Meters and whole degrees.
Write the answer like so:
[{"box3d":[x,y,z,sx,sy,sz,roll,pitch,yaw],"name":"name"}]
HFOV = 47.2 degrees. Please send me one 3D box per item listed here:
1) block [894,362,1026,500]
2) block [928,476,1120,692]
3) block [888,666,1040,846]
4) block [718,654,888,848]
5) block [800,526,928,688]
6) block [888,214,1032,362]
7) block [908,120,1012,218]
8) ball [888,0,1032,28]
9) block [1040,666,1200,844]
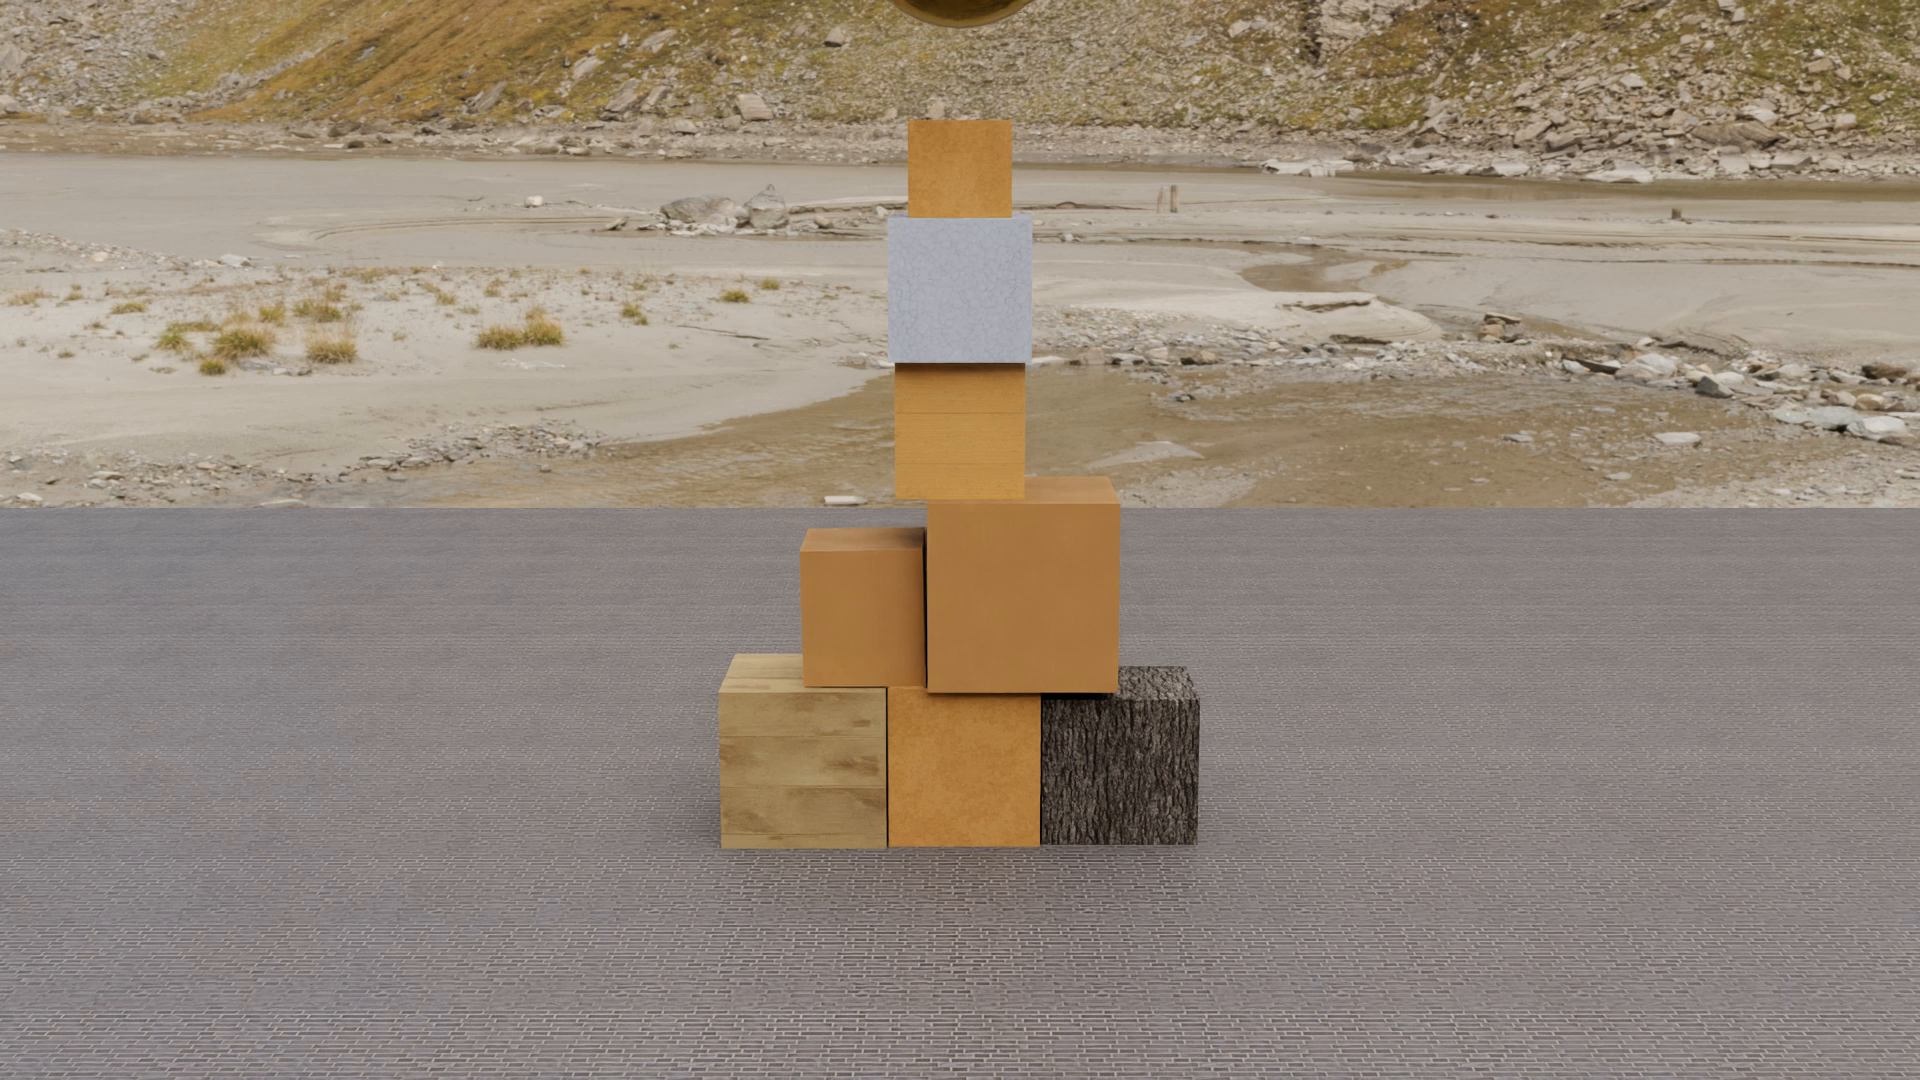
[{"box3d":[0.000,-0.595,11.089,0.637,0.683,0.651,0,10,0],"name":"block"},{"box3d":[0.310,0.209,11.221,0.941,0.945,0.891,0,10,0],"name":"block"},{"box3d":[0.022,1.076,11.371,0.761,0.815,0.754,0,10,0],"name":"block"},{"box3d":[-0.783,1.078,11.382,0.829,0.807,0.838,0,10,0],"name":"block"},{"box3d":[-0.483,0.334,11.249,0.611,0.692,0.656,-1,10,0],"name":"block"},{"box3d":[0.000,-1.264,10.945,0.694,0.686,0.782,0,10,0],"name":"block"},{"box3d":[0.000,-1.835,10.866,0.503,0.466,0.450,0,10,0],"name":"block"},{"box3d":[0.000,-4.451,15.610,1.600,1.600,1.600,0,10,0],"name":"ball"},{"box3d":[0.805,1.104,11.384,0.785,0.755,0.712,0,10,0],"name":"block"}]
